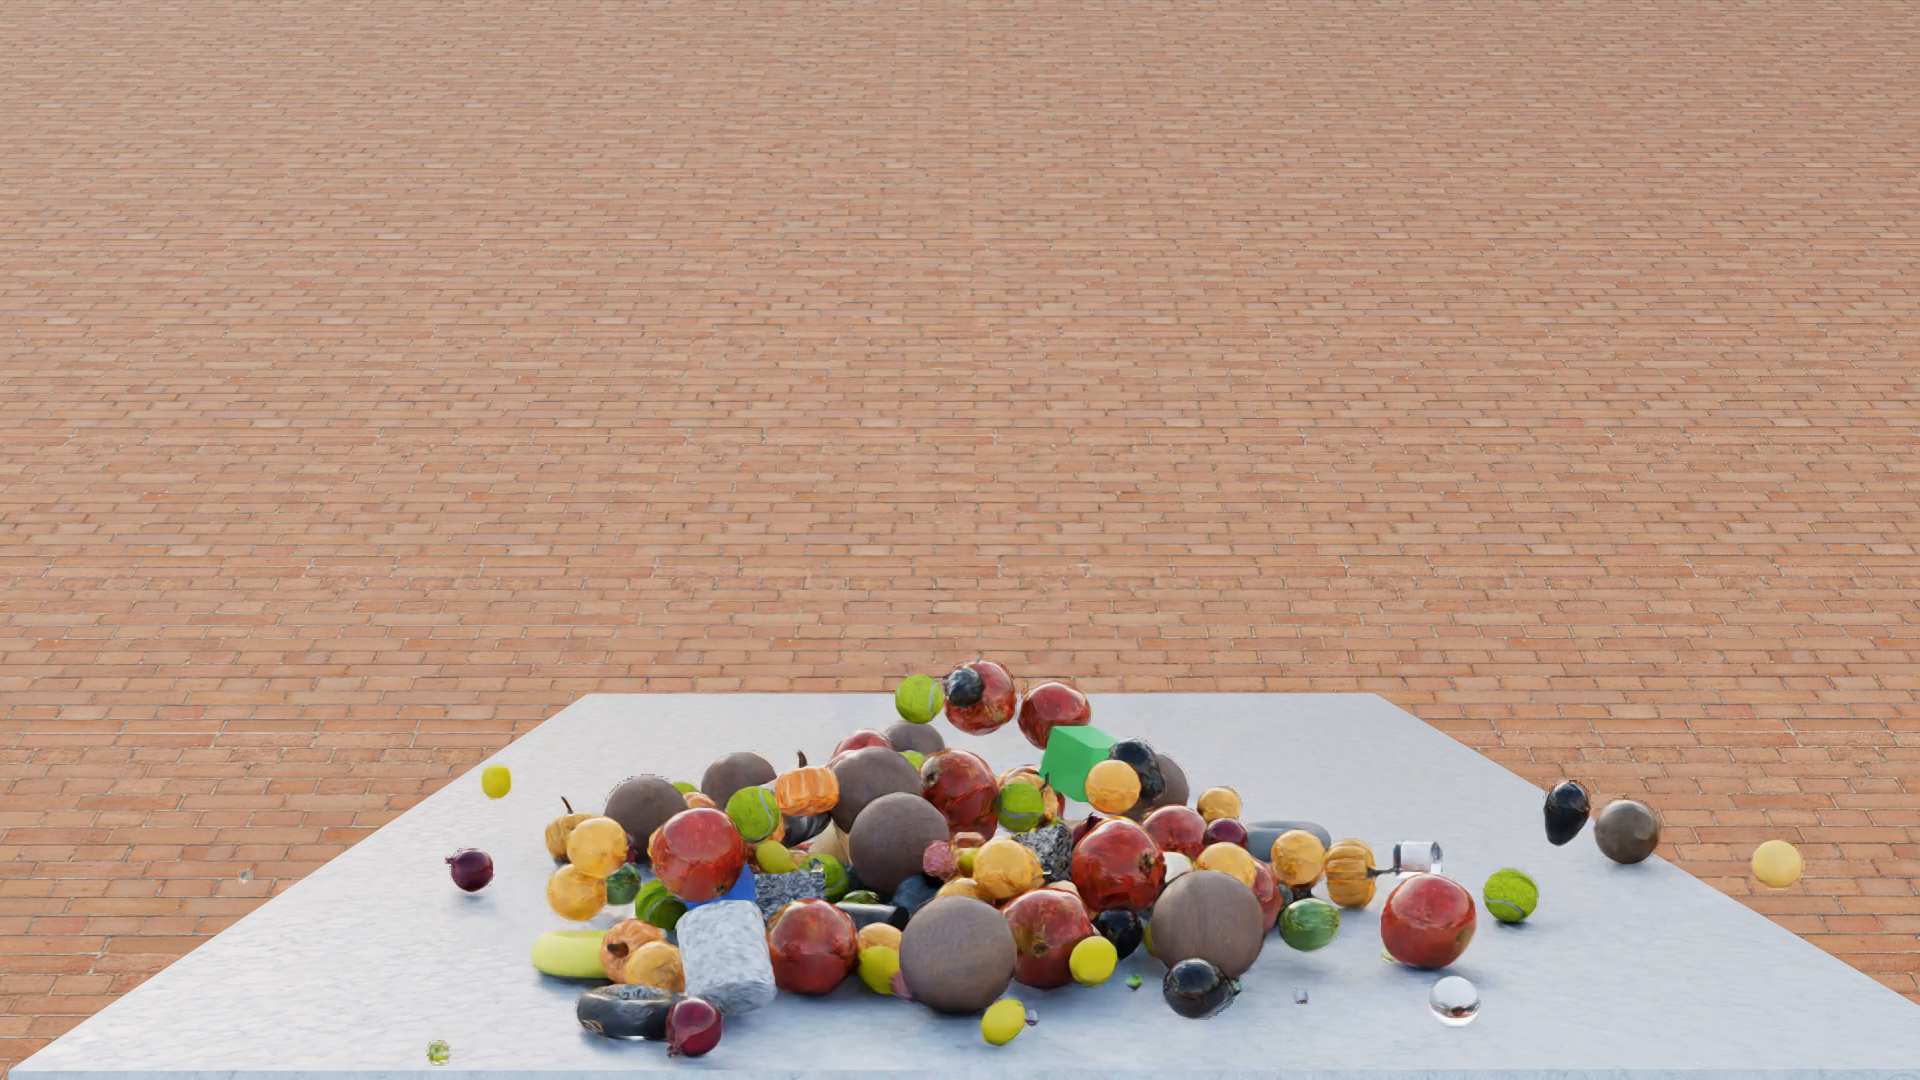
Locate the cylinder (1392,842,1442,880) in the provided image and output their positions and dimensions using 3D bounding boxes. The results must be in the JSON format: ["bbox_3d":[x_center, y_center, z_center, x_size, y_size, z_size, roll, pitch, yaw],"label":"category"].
[{"bbox_3d":[0.650,0.456,3.664,0.054,0.054,0.054,-2,21,30],"label":"cylinder"}]

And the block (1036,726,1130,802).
[{"bbox_3d":[0.187,0.339,3.911,0.087,0.087,0.087,26,15,39],"label":"block"}]

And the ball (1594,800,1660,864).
[{"bbox_3d":[0.990,0.433,3.827,0.095,0.095,0.095,0,24,0],"label":"ball"}]

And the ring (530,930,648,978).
[{"bbox_3d":[-0.434,0.485,3.019,0.138,0.046,0.138,1,-3,0],"label":"ring"}]

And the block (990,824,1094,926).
[{"bbox_3d":[0.104,0.424,3.263,0.082,0.082,0.082,-18,23,33],"label":"block"}]

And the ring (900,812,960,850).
[{"bbox_3d":[-0.067,0.454,4.009,0.134,0.045,0.134,0,3,0],"label":"ring"}]

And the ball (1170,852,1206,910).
[{"bbox_3d":[0.274,0.452,3.360,0.091,0.091,0.091,0,24,0],"label":"ball"}]

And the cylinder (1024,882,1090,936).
[{"bbox_3d":[0.117,0.445,3.027,0.064,0.064,0.064,-20,16,6],"label":"cylinder"}]

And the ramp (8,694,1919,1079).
[{"bbox_3d":[0.056,0.507,4.550,2.000,0.100,4.000,0,2,0],"label":"ramp"}]

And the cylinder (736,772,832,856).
[{"bbox_3d":[-0.236,0.367,3.465,0.093,0.093,0.093,13,15,26],"label":"cylinder"}]

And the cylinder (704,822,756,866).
[{"bbox_3d":[-0.333,0.440,3.549,0.072,0.072,0.072,-44,40,-14],"label":"cylinder"}]

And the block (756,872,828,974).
[{"bbox_3d":[-0.199,0.450,3.031,0.082,0.082,0.082,0,41,-5],"label":"block"}]

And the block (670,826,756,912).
[{"bbox_3d":[-0.309,0.428,3.244,0.084,0.084,0.084,-28,15,-2],"label":"block"}]

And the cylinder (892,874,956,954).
[{"bbox_3d":[-0.046,0.453,3.125,0.077,0.077,0.077,1,66,-3],"label":"cylinder"}]

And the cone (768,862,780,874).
[{"bbox_3d":[-0.251,0.461,3.486,0.054,0.054,0.054,-13,4,1],"label":"cone"}]

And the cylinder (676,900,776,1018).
[{"bbox_3d":[-0.252,0.451,2.776,0.094,0.094,0.094,-6,59,-14],"label":"cylinder"}]

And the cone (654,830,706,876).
[{"bbox_3d":[-0.334,0.389,3.136,0.058,0.058,0.058,16,27,5],"label":"cone"}]

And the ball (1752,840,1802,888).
[{"bbox_3d":[1.179,0.468,3.719,0.070,0.070,0.070,0,24,0],"label":"ball"}]

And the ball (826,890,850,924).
[{"bbox_3d":[-0.164,0.474,3.300,0.051,0.051,0.051,0,24,0],"label":"ball"}]

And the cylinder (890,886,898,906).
[{"bbox_3d":[-0.059,0.471,3.269,0.059,0.059,0.059,0,2,0],"label":"cylinder"}]

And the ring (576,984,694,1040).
[{"bbox_3d":[-0.342,0.497,2.714,0.123,0.041,0.123,4,1,0],"label":"ring"}]

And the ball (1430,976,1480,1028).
[{"bbox_3d":[0.526,0.491,2.741,0.053,0.053,0.053,0,24,0],"label":"ball"}]

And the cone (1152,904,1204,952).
[{"bbox_3d":[0.254,0.474,3.129,0.058,0.058,0.058,2,19,-39],"label":"cone"}]

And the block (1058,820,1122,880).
[{"bbox_3d":[0.187,0.447,3.720,0.076,0.076,0.076,0,2,-11],"label":"block"}]

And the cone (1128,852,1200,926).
[{"bbox_3d":[0.254,0.429,3.190,0.092,0.092,0.092,2,-12,4],"label":"cone"}]

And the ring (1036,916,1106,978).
[{"bbox_3d":[0.128,0.474,2.988,0.081,0.081,0.027,2,22,4],"label":"ring"}]

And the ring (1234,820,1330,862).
[{"bbox_3d":[0.487,0.455,3.894,0.146,0.049,0.146,-1,1,0],"label":"ring"}]

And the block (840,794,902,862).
[{"bbox_3d":[-0.133,0.433,3.876,0.078,0.078,0.078,0,14,8],"label":"block"}]
